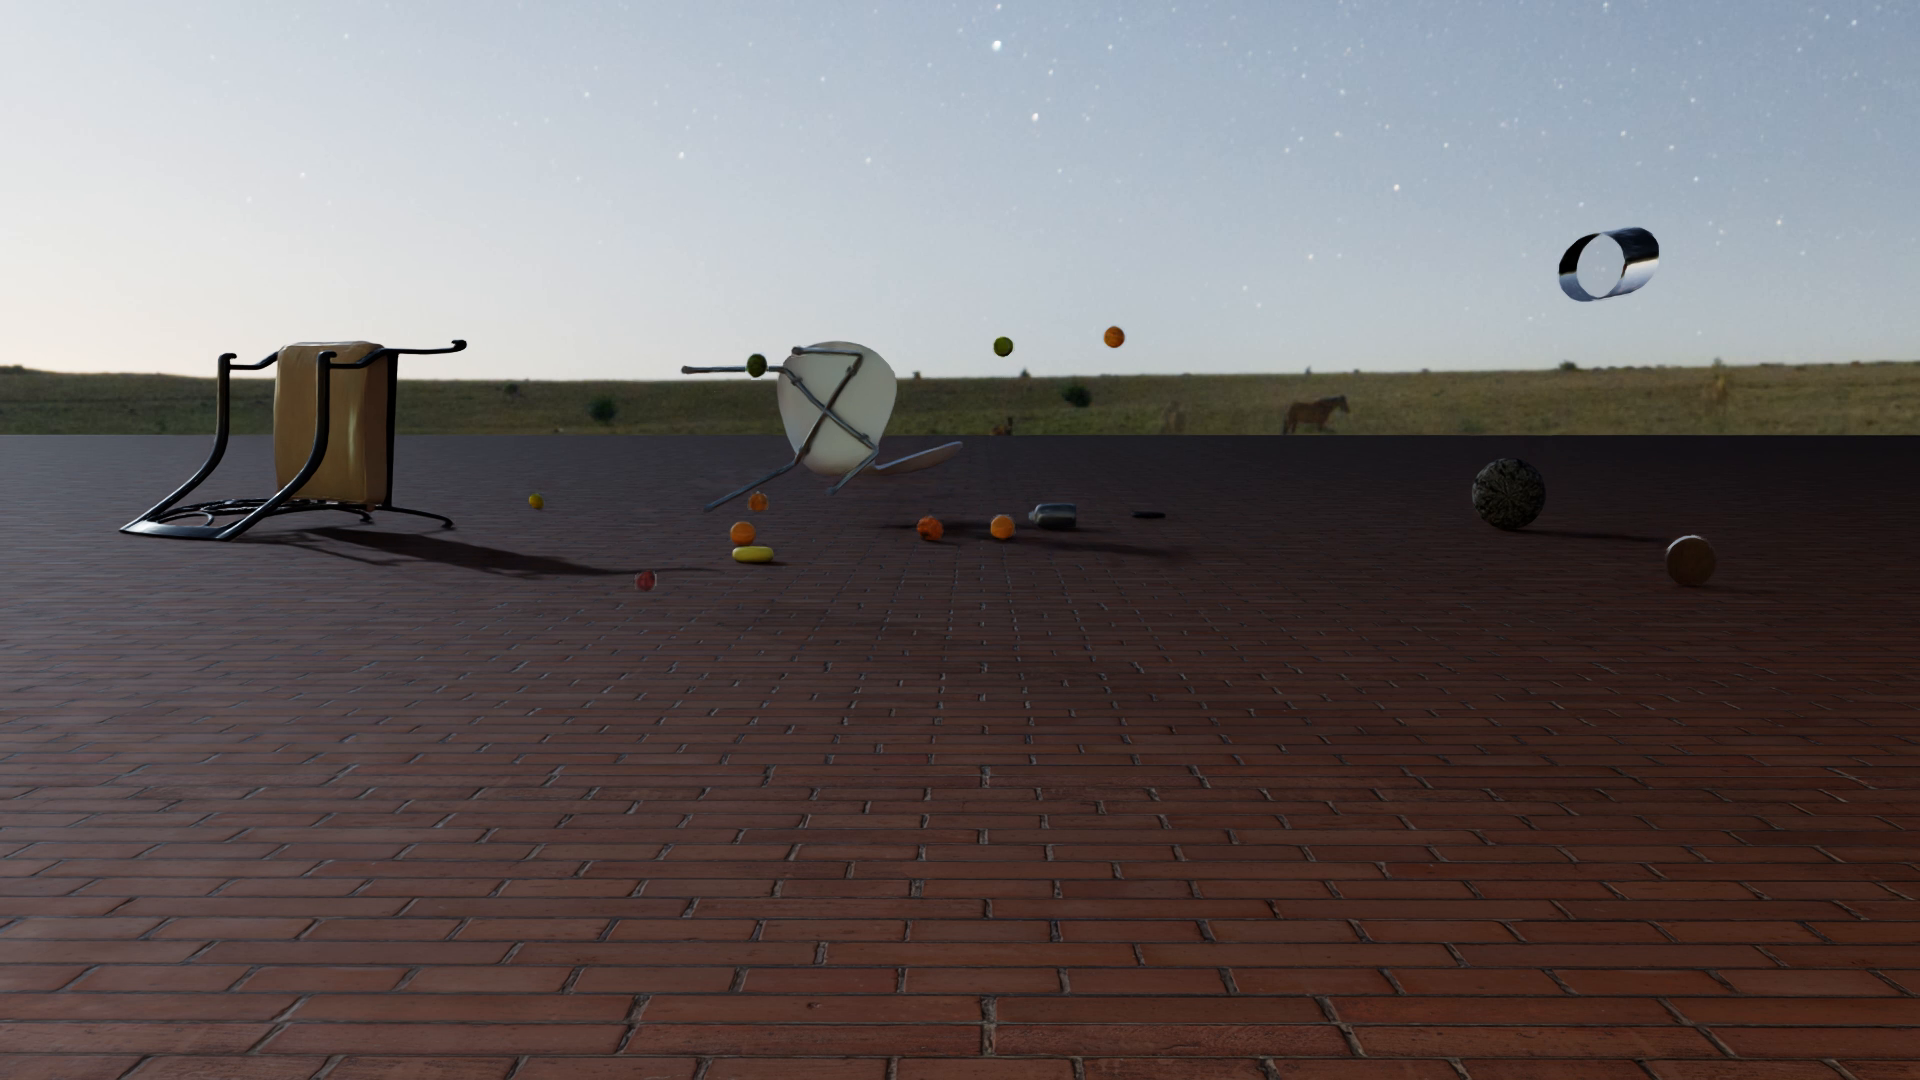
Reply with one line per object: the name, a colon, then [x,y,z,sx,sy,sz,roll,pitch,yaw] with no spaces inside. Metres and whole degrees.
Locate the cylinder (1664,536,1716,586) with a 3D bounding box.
cylinder: [1.674,0.048,5.043,0.106,0.112,0.074,28,9,11]

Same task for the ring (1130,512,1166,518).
ring: [0.661,-0.089,7.722,0.125,0.016,0.137,1,4,10]

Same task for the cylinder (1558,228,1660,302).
cylinder: [1.526,-0.649,5.178,0.112,0.149,0.224,-11,-10,-28]

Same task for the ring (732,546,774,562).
ring: [-0.539,0.038,5.726,0.104,0.037,0.127,-3,4,-29]

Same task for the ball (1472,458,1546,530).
ball: [1.753,-0.148,7.022,0.230,0.230,0.230,0,4,0]
